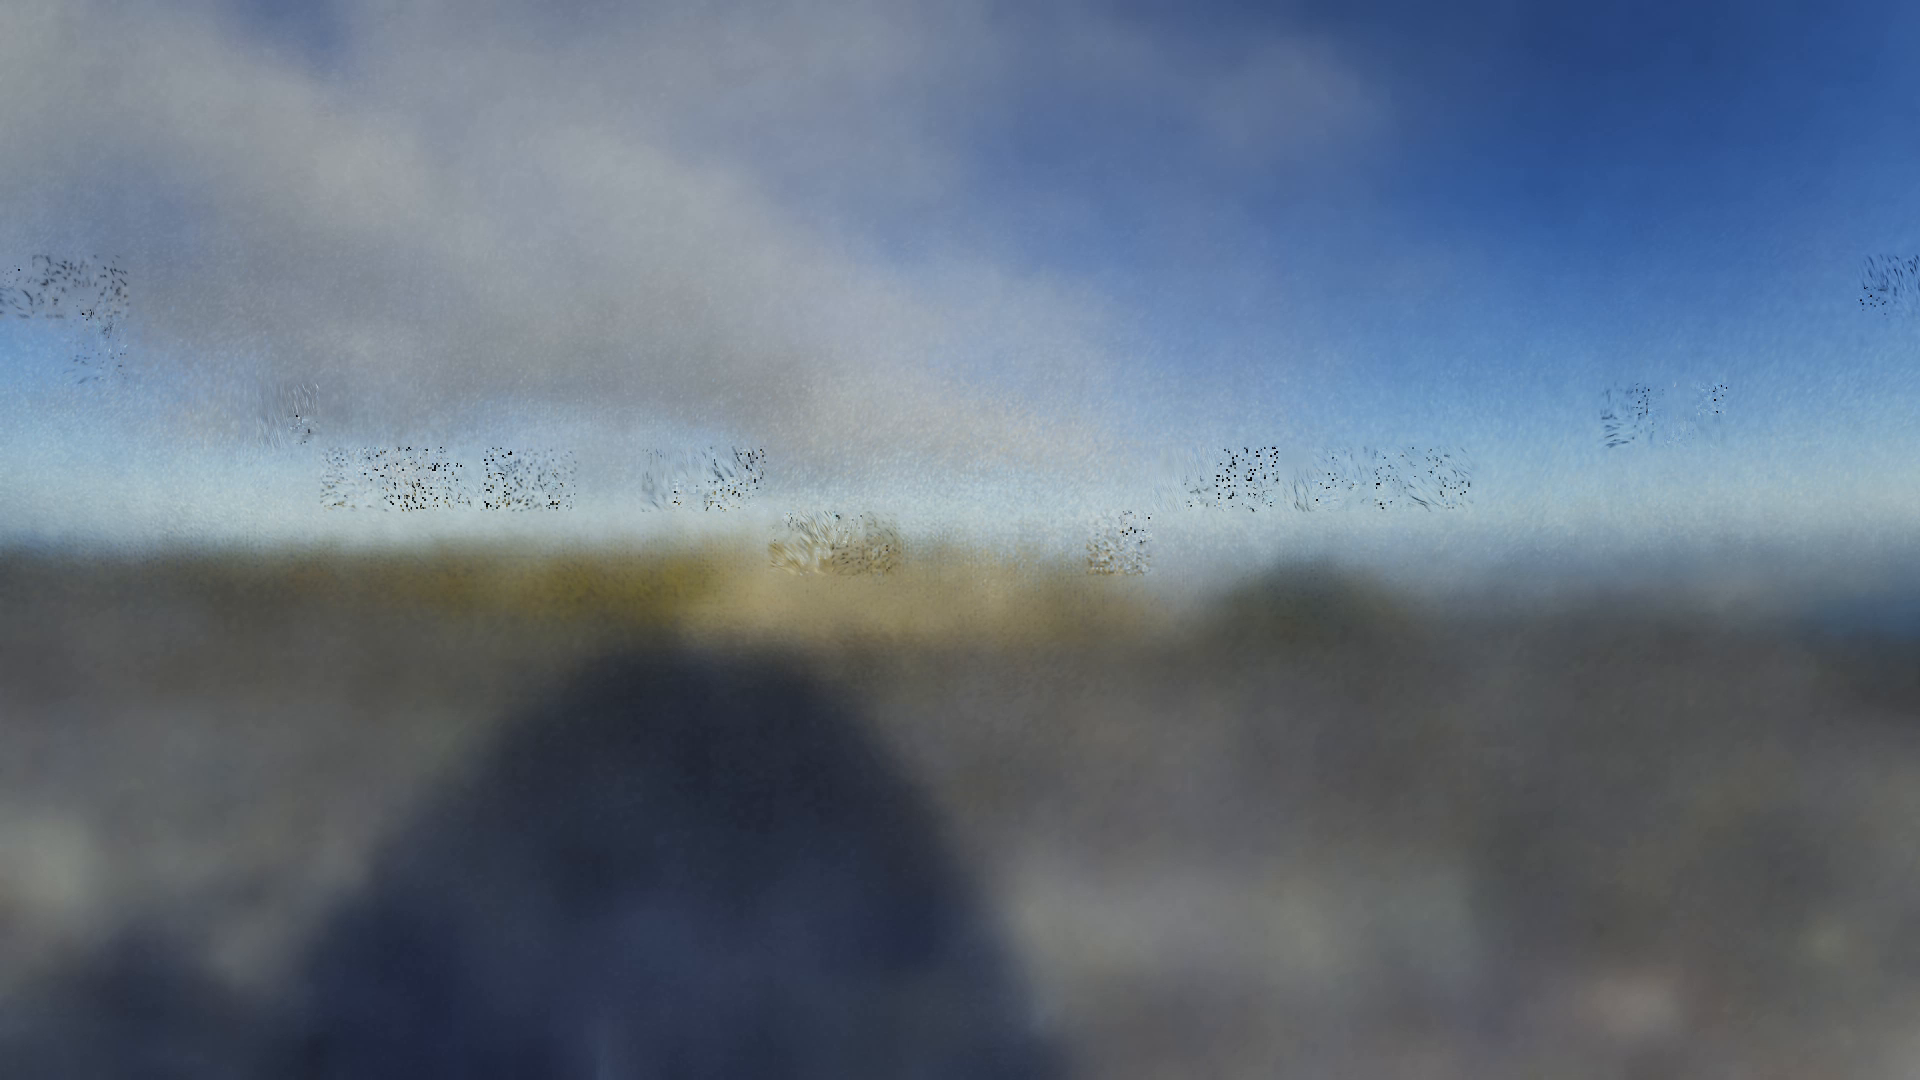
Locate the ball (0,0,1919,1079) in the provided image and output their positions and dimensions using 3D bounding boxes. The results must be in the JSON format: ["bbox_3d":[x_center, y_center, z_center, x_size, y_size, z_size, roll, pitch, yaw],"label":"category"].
[{"bbox_3d":[0.000,-0.002,0.056,0.080,0.080,0.080,0,4,0],"label":"ball"}]
